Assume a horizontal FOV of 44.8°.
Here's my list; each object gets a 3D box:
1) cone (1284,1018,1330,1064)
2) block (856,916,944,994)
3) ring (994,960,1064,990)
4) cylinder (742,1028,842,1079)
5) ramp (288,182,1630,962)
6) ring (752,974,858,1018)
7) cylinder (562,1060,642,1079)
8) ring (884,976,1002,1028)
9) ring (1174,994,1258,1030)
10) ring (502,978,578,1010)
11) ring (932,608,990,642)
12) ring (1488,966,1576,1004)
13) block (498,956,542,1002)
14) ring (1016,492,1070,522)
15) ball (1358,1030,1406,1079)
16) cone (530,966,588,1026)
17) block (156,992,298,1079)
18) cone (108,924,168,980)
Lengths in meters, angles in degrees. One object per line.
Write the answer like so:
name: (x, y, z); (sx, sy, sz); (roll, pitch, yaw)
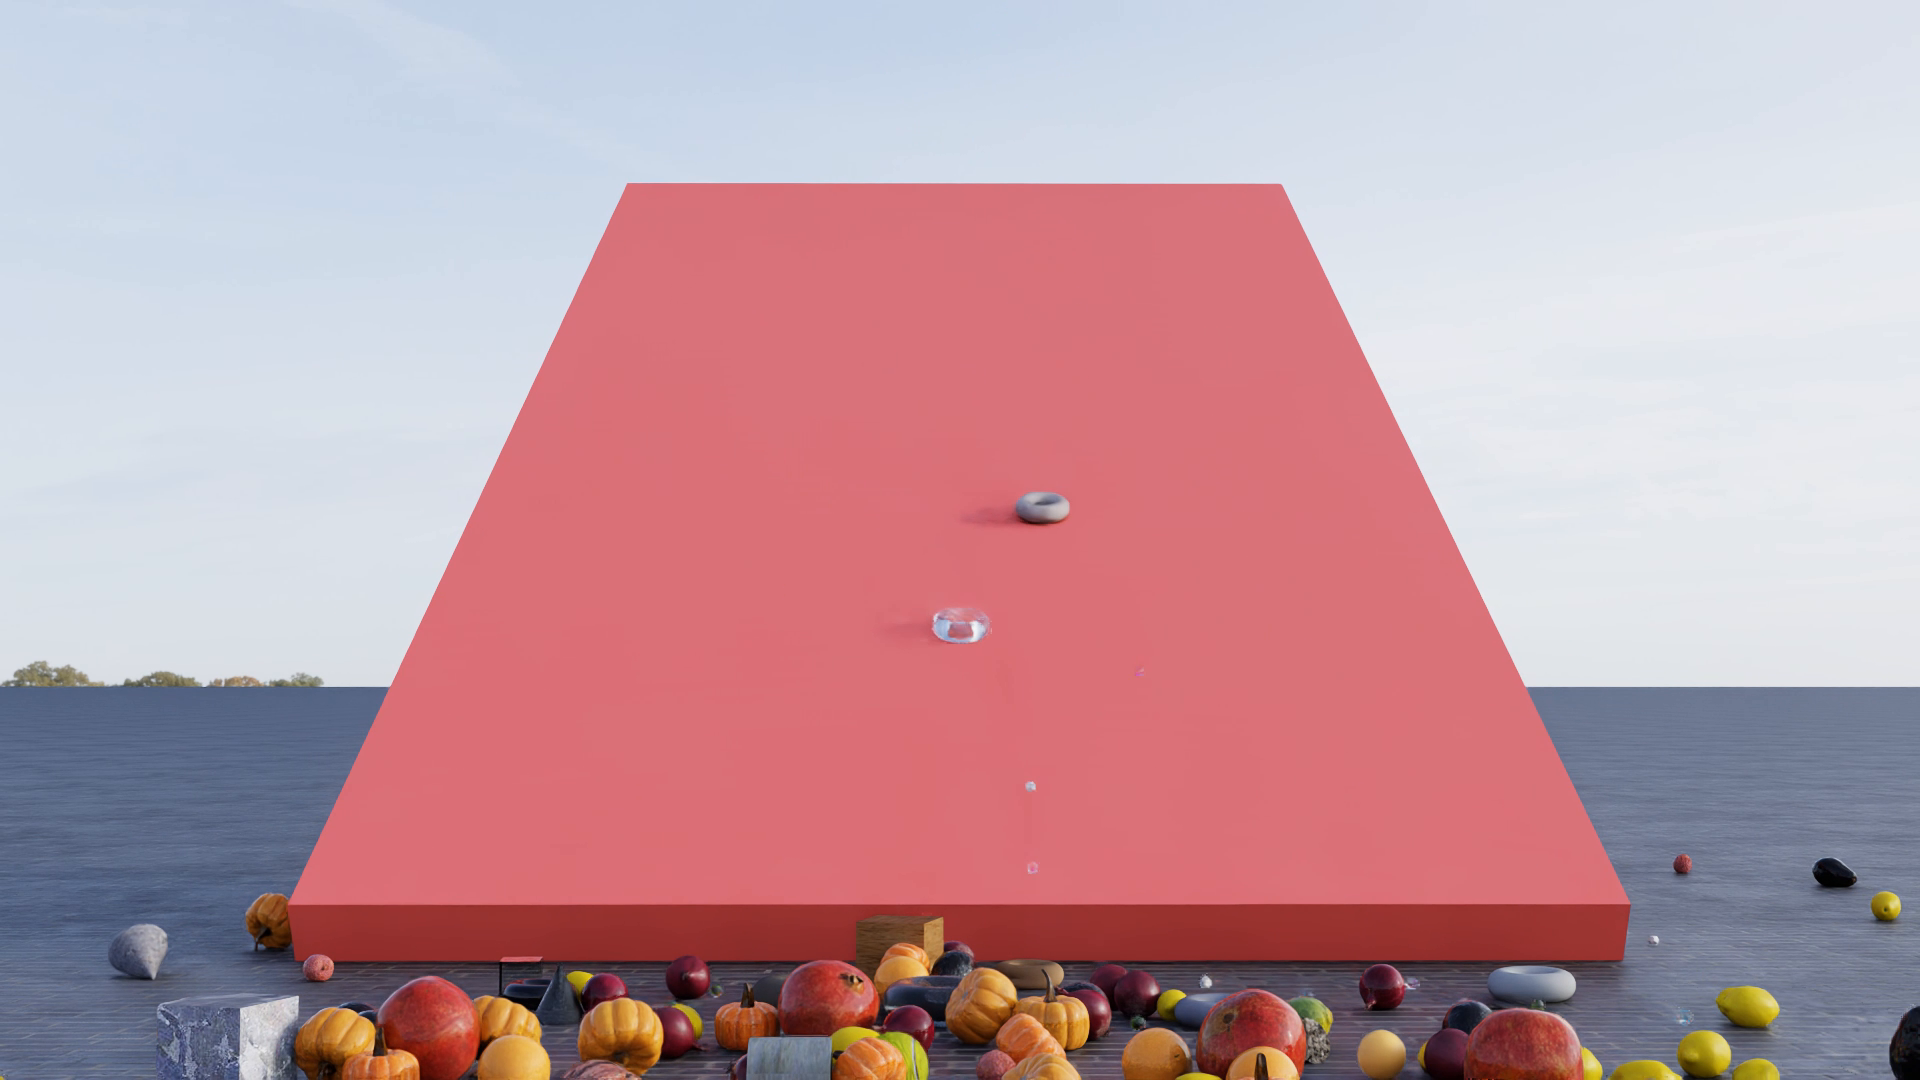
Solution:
cone: (0.376, 0.568, 2.598); (0.053, 0.053, 0.053); (2, -31, -33)
block: (-0.082, 0.567, 3.181); (0.096, 0.096, 0.096); (-1, -4, 15)
ring: (0.095, 0.601, 3.221); (0.098, 0.033, 0.098); (1, -2, 0)
cylinder: (-0.164, 0.519, 2.243); (0.078, 0.078, 0.078); (20, -7, -11)
ramp: (-0.008, -0.228, 5.312); (2.000, 0.100, 4.000); (0, 24, 0)
ring: (-0.198, 0.579, 2.965); (0.135, 0.045, 0.135); (1, -4, 0)
cylinder: (-0.317, 0.510, 2.084); (0.077, 0.077, 0.077); (1, -4, -23)
ring: (-0.022, 0.573, 2.890); (0.147, 0.049, 0.147); (1, -2, 0)
ring: (0.314, 0.578, 2.853); (0.103, 0.034, 0.103); (-1, -3, 0)
ring: (-0.544, 0.589, 3.016); (0.098, 0.033, 0.098); (1, -3, 0)
ring: (0.002, 0.156, 4.286); (0.108, 0.036, 0.108); (1, 23, 0)
ring: (0.759, 0.590, 3.090); (0.115, 0.038, 0.115); (-1, -2, 0)
block: (-0.583, 0.583, 3.092); (0.052, 0.052, 0.052); (0, -3, -5)
ring: (0.171, -0.067, 4.786); (0.112, 0.037, 0.112); (1, 24, 0)
ball: (0.448, 0.546, 2.472); (0.051, 0.051, 0.051); (0, -3, 0)
cone: (-0.497, 0.562, 2.890); (0.071, 0.071, 0.071); (0, -3, 0)
block: (-0.743, 0.516, 2.361); (0.098, 0.098, 0.098); (-1, -4, 19)
cone: (-1.158, 0.604, 3.312); (0.083, 0.083, 0.083); (2, 22, -35)
